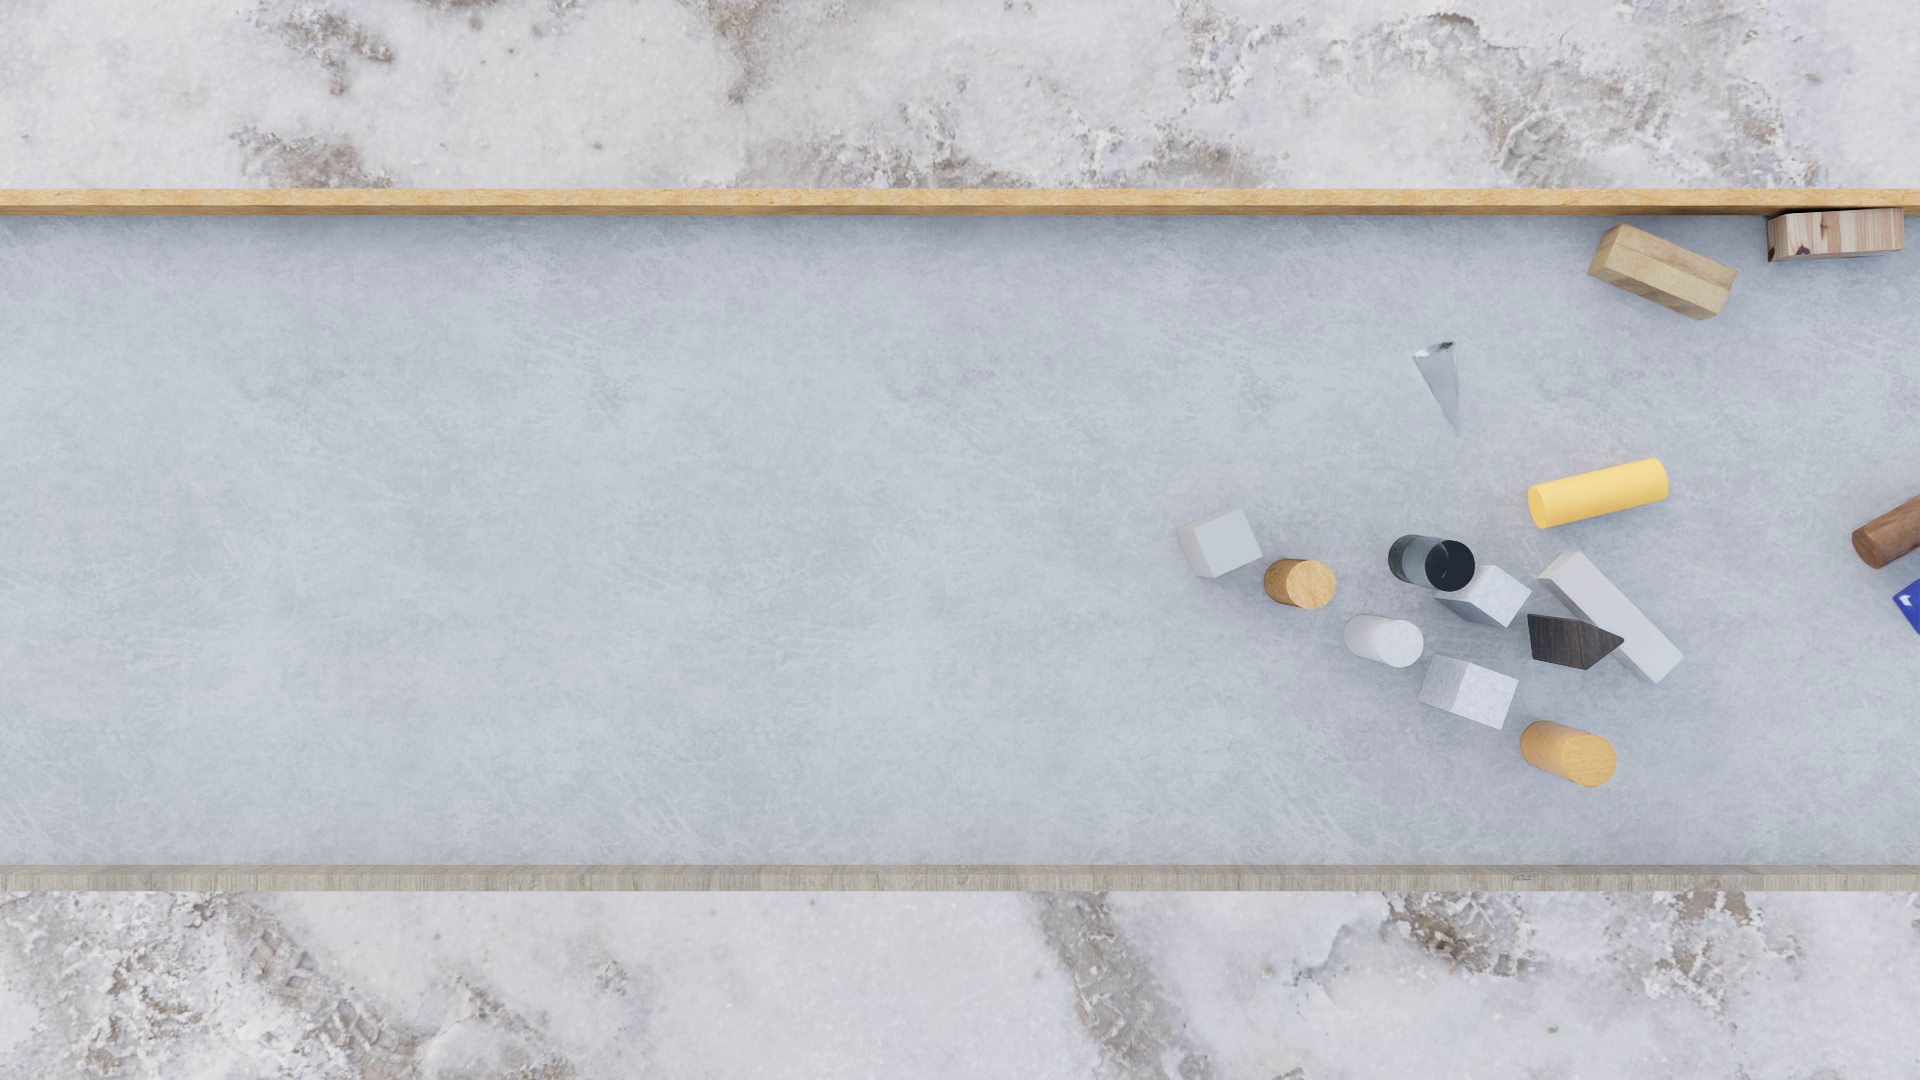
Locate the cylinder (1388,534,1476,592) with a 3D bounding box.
[{"bbox_3d":[1.401,0.066,4.914,0.150,0.313,0.150,0,93,-5],"label":"cylinder"}]

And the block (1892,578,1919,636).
[{"bbox_3d":[3.077,0.116,5.005,0.411,0.143,0.143,-36,90,0],"label":"block"}]

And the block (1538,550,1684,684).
[{"bbox_3d":[1.977,0.233,5.017,0.449,0.120,0.120,45,90,0],"label":"block"}]

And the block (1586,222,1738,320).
[{"bbox_3d":[2.128,-0.812,5.005,0.374,0.143,0.143,23,90,0],"label":"block"}]

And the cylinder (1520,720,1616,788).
[{"bbox_3d":[1.799,0.630,4.892,0.151,0.370,0.151,0,90,0],"label":"cylinder"}]

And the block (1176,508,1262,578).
[{"bbox_3d":[0.765,0.007,4.893,0.153,0.367,0.153,-24,90,0],"label":"block"}]

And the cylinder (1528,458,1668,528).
[{"bbox_3d":[1.936,-0.142,5.009,0.377,0.135,0.135,-13,90,0],"label":"cylinder"}]

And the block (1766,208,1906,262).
[{"bbox_3d":[2.659,-0.927,5.014,0.351,0.125,0.125,-3,90,0],"label":"block"}]

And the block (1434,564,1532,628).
[{"bbox_3d":[1.546,0.161,4.894,0.127,0.366,0.127,35,90,0],"label":"block"}]

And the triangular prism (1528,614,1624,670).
[{"bbox_3d":[1.785,0.276,4.868,0.141,0.416,0.122,-37,90,0],"label":"triangular prism"}]

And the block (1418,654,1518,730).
[{"bbox_3d":[1.505,0.448,4.902,0.152,0.348,0.152,20,90,0],"label":"block"}]

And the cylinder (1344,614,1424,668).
[{"bbox_3d":[1.249,0.294,4.880,0.134,0.393,0.134,0,90,0],"label":"cylinder"}]

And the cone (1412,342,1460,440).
[{"bbox_3d":[1.489,-0.439,5.045,0.130,0.130,0.302,-21,102,0],"label":"cone"}]

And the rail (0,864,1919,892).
[{"bbox_3d":[-2.247,1.025,5.001,12.000,0.150,0.050,0,90,0],"label":"rail"}]

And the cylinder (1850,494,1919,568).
[{"bbox_3d":[2.908,-0.055,5.010,0.350,0.134,0.134,-29,90,0],"label":"cylinder"}]

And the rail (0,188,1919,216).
[{"bbox_3d":[-2.247,-1.025,5.002,12.000,0.150,0.050,0,90,0],"label":"rail"}]

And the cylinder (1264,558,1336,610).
[{"bbox_3d":[1.005,0.128,4.898,0.141,0.357,0.141,0,90,0],"label":"cylinder"}]
